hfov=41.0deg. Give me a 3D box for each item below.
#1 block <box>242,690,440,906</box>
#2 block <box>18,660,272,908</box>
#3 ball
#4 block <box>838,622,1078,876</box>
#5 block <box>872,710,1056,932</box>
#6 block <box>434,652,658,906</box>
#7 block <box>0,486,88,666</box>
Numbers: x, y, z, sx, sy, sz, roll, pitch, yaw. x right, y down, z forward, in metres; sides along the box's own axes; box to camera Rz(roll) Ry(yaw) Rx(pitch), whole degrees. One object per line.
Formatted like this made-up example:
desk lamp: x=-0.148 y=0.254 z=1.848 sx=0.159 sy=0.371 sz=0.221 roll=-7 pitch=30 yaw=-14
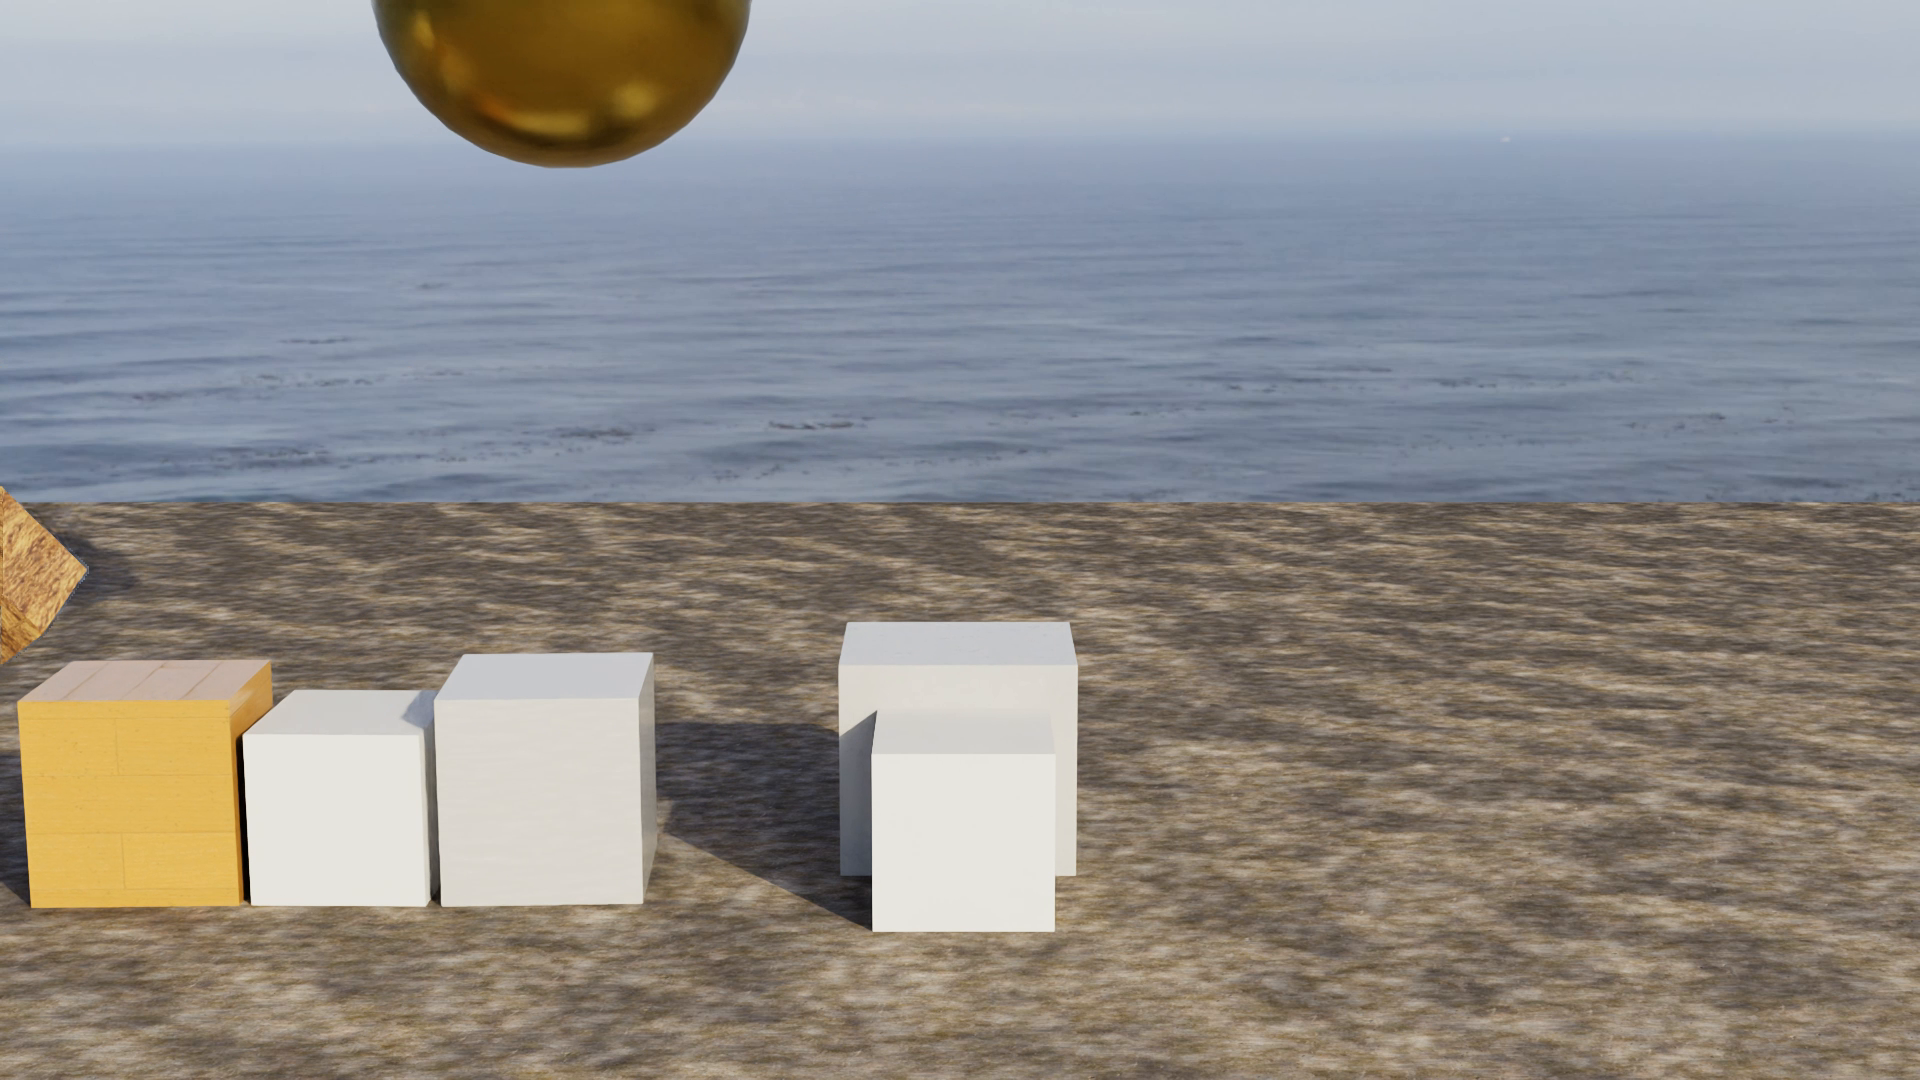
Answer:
block: x=-2.648 y=1.122 z=11.290 sx=0.749 sy=0.753 sz=0.798 roll=0 pitch=10 yaw=1
block: x=-3.532 y=1.053 z=11.244 sx=0.880 sy=0.904 sz=0.756 roll=0 pitch=10 yaw=-2
ball: x=-1.664 y=-2.363 z=10.751 sx=1.600 sy=1.600 sz=1.600 roll=0 pitch=10 yaw=0
block: x=-0.008 y=0.938 z=11.732 sx=1.045 sy=0.957 sz=0.897 roll=0 pitch=10 yaw=0
block: x=0.015 y=1.184 z=10.935 sx=0.754 sy=0.758 sz=0.743 roll=0 pitch=10 yaw=0
block: x=-1.806 y=1.039 z=11.320 sx=0.857 sy=0.906 sz=0.868 roll=0 pitch=10 yaw=-3
block: x=-4.101 y=0.200 z=10.608 sx=0.573 sy=0.569 sz=0.531 roll=-33 pitch=22 yaw=19
